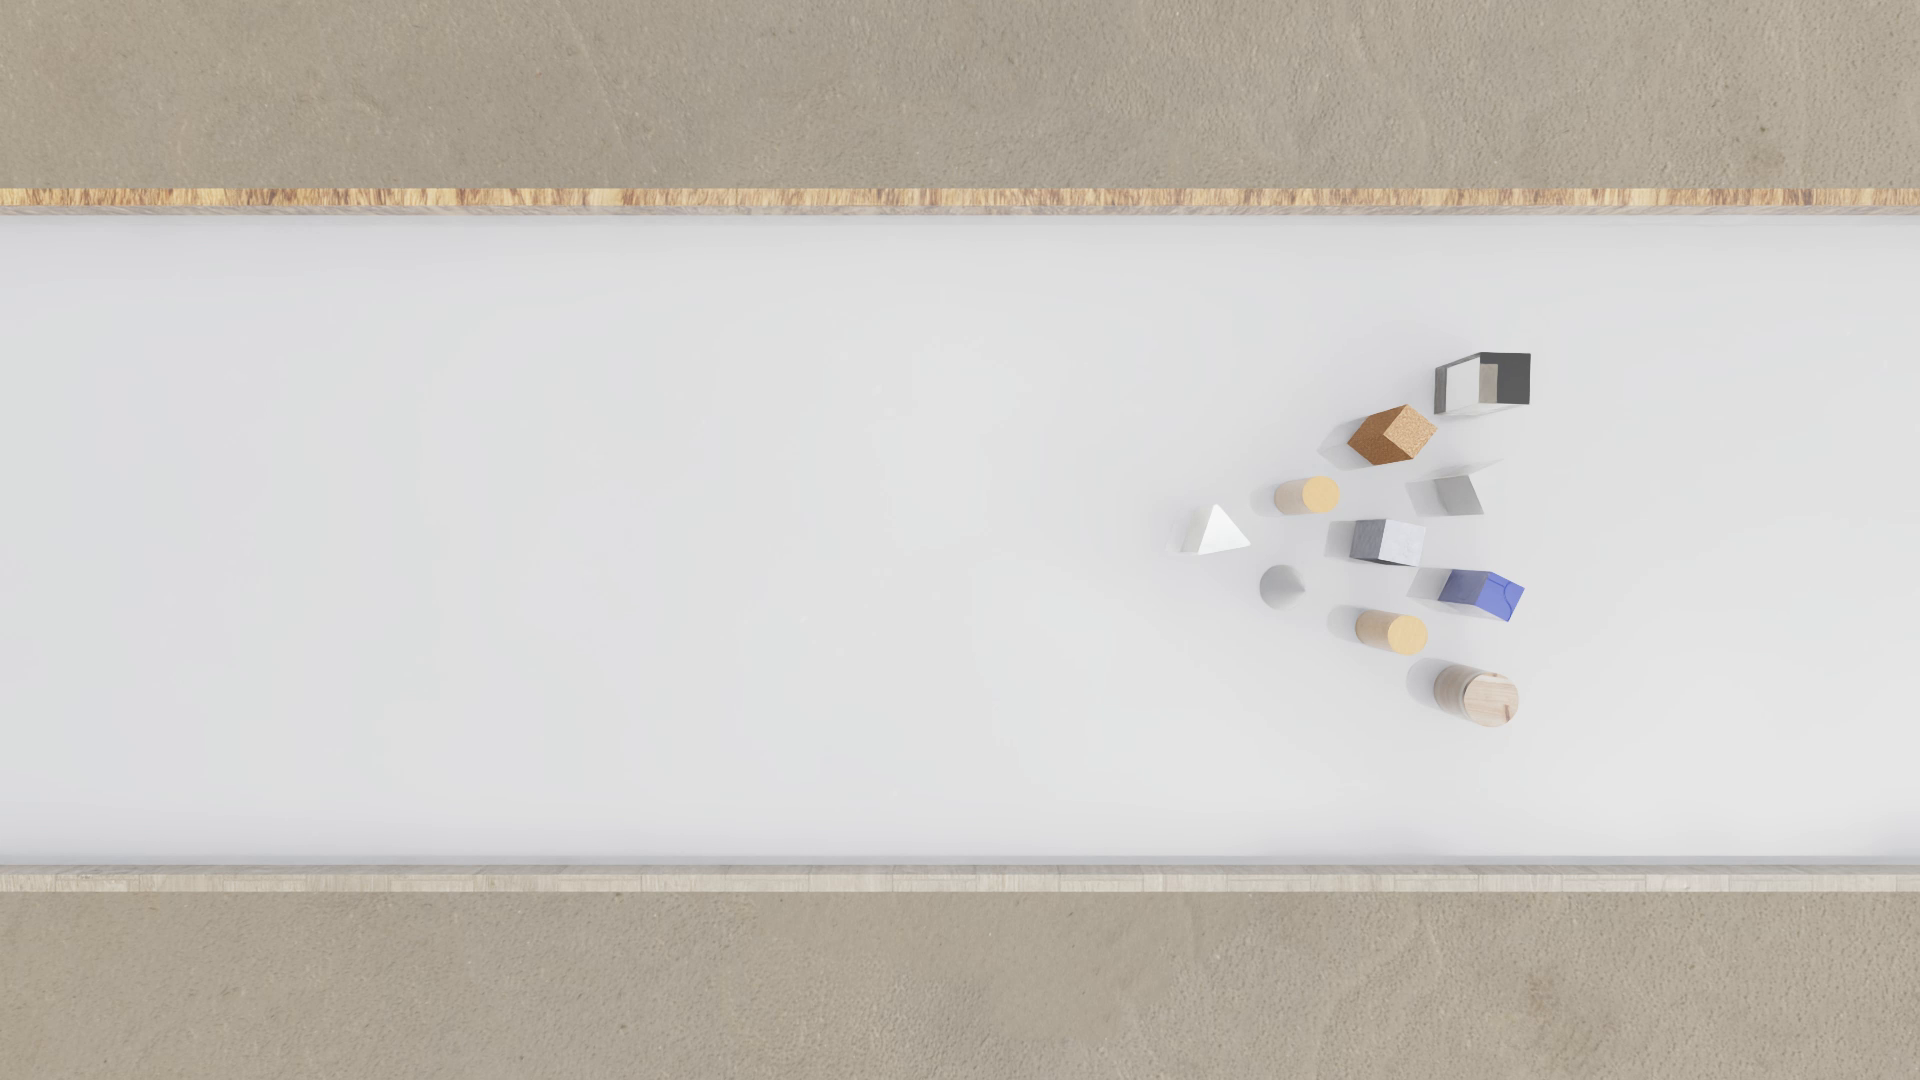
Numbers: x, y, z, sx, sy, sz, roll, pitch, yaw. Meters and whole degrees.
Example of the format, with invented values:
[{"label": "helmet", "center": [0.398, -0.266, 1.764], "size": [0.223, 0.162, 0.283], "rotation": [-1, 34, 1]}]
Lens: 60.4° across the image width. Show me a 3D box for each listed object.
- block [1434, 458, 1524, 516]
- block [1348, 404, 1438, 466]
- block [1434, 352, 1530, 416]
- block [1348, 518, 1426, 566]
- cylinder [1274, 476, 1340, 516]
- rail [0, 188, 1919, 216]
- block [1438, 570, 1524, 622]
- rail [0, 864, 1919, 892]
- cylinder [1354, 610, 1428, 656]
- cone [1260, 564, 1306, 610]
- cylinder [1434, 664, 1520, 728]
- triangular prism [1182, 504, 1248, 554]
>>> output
[{"label": "block", "center": [1.538, -0.154, 4.904], "size": [0.122, 0.345, 0.122], "rotation": [-23, 90, 0]}, {"label": "block", "center": [1.268, -0.306, 4.858], "size": [0.110, 0.436, 0.110], "rotation": [39, 90, 0]}, {"label": "block", "center": [1.533, -0.455, 4.859], "size": [0.144, 0.436, 0.144], "rotation": [2, 90, 0]}, {"label": "block", "center": [1.266, 0.008, 4.897], "size": [0.117, 0.358, 0.117], "rotation": [12, 90, 0]}, {"label": "cylinder", "center": [1.019, -0.128, 4.864], "size": [0.106, 0.424, 0.106], "rotation": [0, 90, 0]}, {"label": "rail", "center": [-2.247, -1.025, 5.002], "size": [12.000, 0.150, 0.050], "rotation": [0, 90, 0]}, {"label": "block", "center": [1.542, 0.162, 4.894], "size": [0.108, 0.365, 0.108], "rotation": [26, 90, 0]}, {"label": "rail", "center": [-2.247, 1.025, 5.001], "size": [12.000, 0.150, 0.050], "rotation": [0, 90, 0]}, {"label": "cylinder", "center": [1.273, 0.271, 4.882], "size": [0.114, 0.389, 0.114], "rotation": [0, 90, 0]}, {"label": "cone", "center": [0.992, 0.146, 4.899], "size": [0.141, 0.355, 0.141], "rotation": [0, 90, 0]}, {"label": "cylinder", "center": [1.536, 0.462, 4.920], "size": [0.158, 0.313, 0.158], "rotation": [0, 90, 0]}, {"label": "triangular prism", "center": [0.740, -0.037, 4.883], "size": [0.149, 0.386, 0.129], "rotation": [-11, 90, 0]}]
